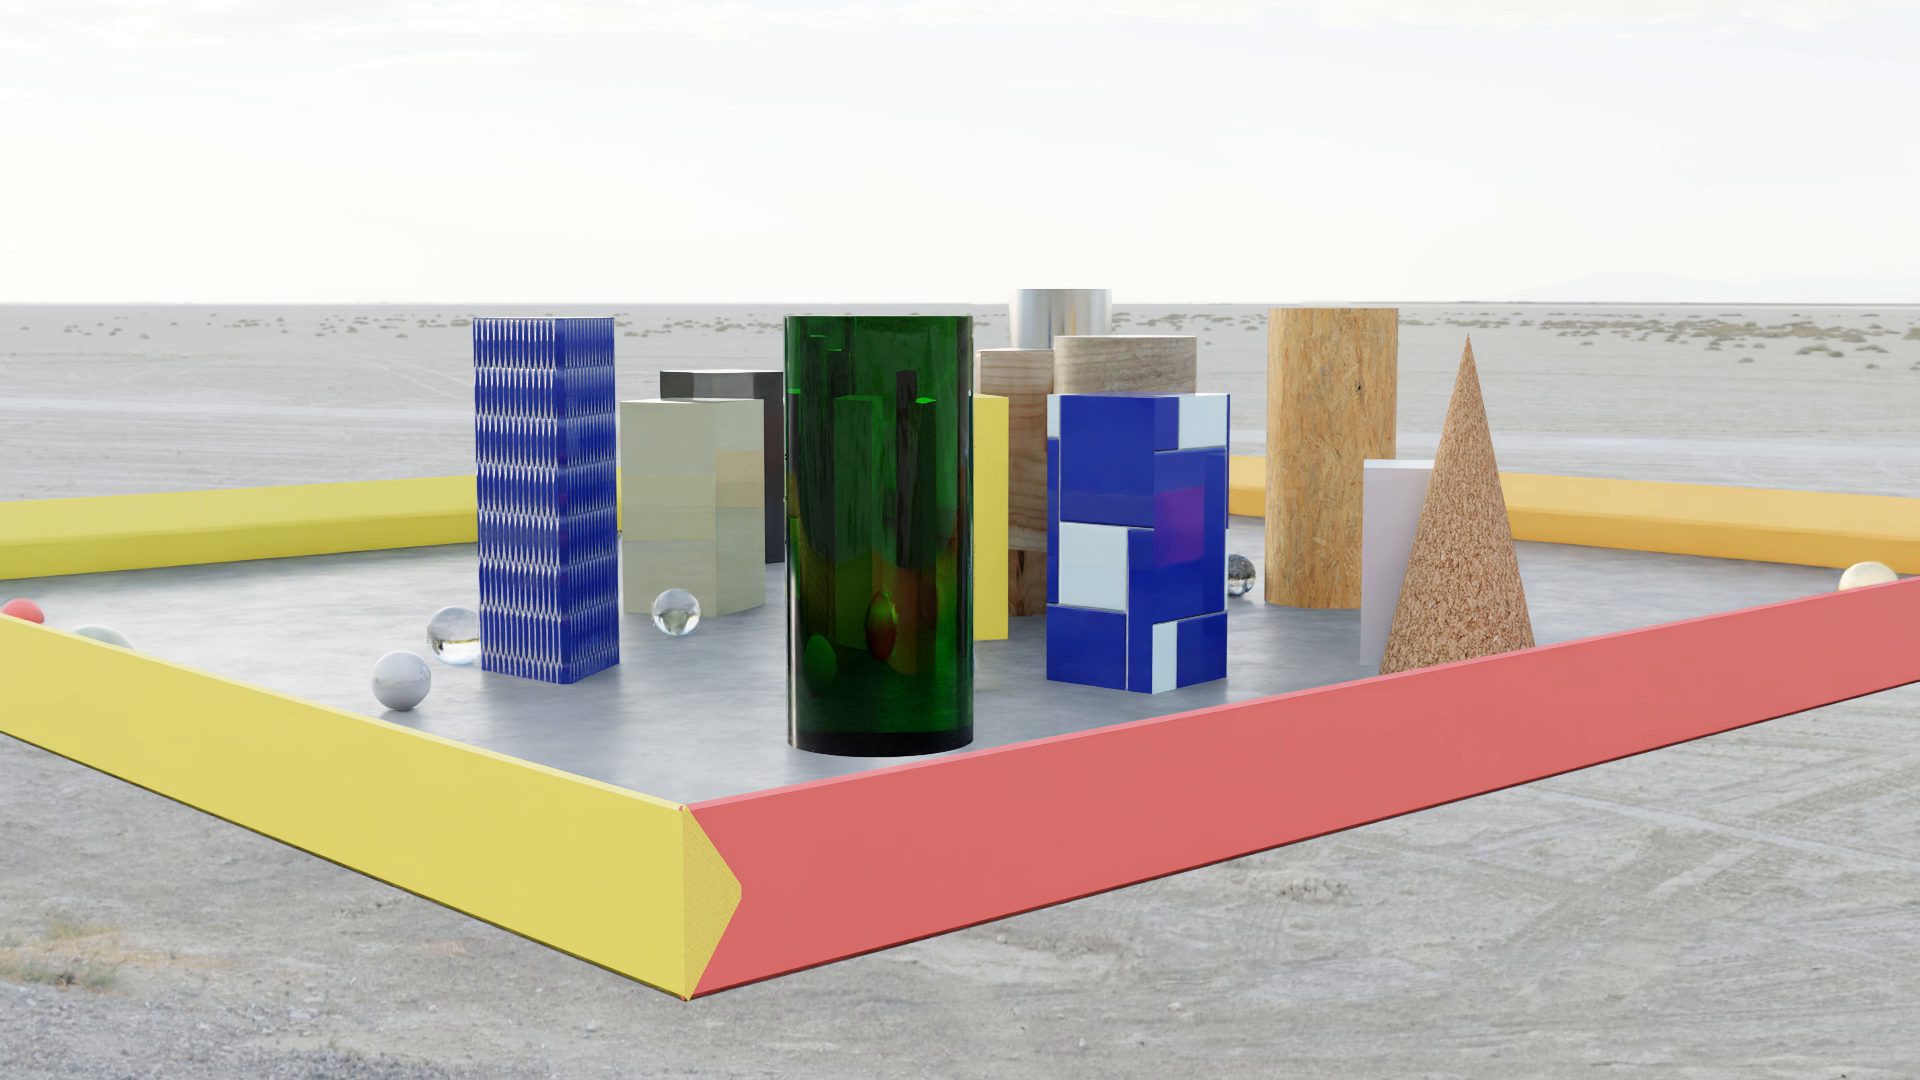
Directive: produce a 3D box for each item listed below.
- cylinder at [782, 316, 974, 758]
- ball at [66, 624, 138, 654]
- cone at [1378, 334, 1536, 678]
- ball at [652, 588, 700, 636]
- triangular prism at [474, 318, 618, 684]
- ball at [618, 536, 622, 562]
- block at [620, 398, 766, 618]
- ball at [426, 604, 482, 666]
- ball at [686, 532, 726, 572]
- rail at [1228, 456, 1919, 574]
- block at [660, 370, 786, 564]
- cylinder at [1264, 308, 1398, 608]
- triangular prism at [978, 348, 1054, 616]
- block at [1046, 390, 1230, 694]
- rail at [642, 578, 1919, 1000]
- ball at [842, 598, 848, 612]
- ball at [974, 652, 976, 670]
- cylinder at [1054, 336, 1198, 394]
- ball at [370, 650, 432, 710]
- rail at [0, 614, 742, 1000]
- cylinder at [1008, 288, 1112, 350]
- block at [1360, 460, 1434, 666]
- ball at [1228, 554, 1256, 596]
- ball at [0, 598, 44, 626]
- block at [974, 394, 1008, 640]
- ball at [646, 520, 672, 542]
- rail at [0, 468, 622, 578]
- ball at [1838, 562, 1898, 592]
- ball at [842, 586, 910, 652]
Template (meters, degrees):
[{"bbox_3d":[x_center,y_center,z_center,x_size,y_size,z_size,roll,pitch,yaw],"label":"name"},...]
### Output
[{"bbox_3d":[-0.083,-0.011,2.267,0.195,0.438,0.195,0,6,0],"label":"cylinder"},{"bbox_3d":[-0.961,0.142,2.438,0.097,0.097,0.097,0,6,0],"label":"ball"},{"bbox_3d":[0.574,-0.026,2.506,0.195,0.419,0.195,0,6,0],"label":"cone"},{"bbox_3d":[-0.389,0.098,3.014,0.065,0.065,0.065,0,6,0],"label":"ball"},{"bbox_3d":[-0.483,-0.056,2.708,0.169,0.435,0.146,5,8,42],"label":"triangular prism"},{"bbox_3d":[-0.529,0.015,3.692,0.090,0.090,0.090,0,6,0],"label":"ball"},{"bbox_3d":[-0.397,-0.053,3.278,0.156,0.310,0.156,2,6,22],"label":"block"},{"bbox_3d":[-0.631,0.119,2.760,0.076,0.076,0.076,0,6,0],"label":"ball"},{"bbox_3d":[-0.434,0.020,3.744,0.068,0.068,0.068,0,6,0],"label":"ball"},{"bbox_3d":[1.040,-0.067,4.287,0.045,0.127,2.597,-5,8,-42],"label":"rail"},{"bbox_3d":[-0.418,-0.129,3.880,0.156,0.337,0.156,-5,8,-41],"label":"block"},{"bbox_3d":[0.566,-0.129,3.356,0.195,0.446,0.195,0,6,0],"label":"cylinder"},{"bbox_3d":[0.089,-0.089,3.262,0.169,0.386,0.146,-2,6,-14],"label":"triangular prism"},{"bbox_3d":[0.214,-0.003,2.645,0.156,0.344,0.156,5,8,40],"label":"block"},{"bbox_3d":[0.865,0.131,2.400,2.879,0.127,0.045,-5,8,-42],"label":"rail"},{"bbox_3d":[-0.146,0.100,3.102,0.044,0.044,0.044,0,6,0],"label":"ball"},{"bbox_3d":[-0.017,0.142,2.564,0.073,0.073,0.073,0,6,0],"label":"ball"},{"bbox_3d":[0.225,-0.075,3.017,0.195,0.408,0.195,0,6,0],"label":"cylinder"},{"bbox_3d":[-0.624,0.156,2.454,0.067,0.067,0.067,0,6,0],"label":"ball"},{"bbox_3d":[-1.040,0.133,2.377,0.045,0.127,2.597,-5,8,-42],"label":"rail"},{"bbox_3d":[0.190,-0.233,4.173,0.195,0.483,0.195,0,6,0],"label":"cylinder"},{"bbox_3d":[0.593,0.027,2.813,0.156,0.249,0.156,1,6,10],"label":"block"},{"bbox_3d":[0.427,0.054,3.424,0.067,0.067,0.067,0,6,0],"label":"ball"},{"bbox_3d":[-1.268,0.107,2.971,0.057,0.057,0.057,0,6,0],"label":"ball"},{"bbox_3d":[-0.032,-0.034,3.019,0.156,0.327,0.156,-2,6,-16],"label":"block"},{"bbox_3d":[-0.543,0.004,3.859,0.077,0.077,0.077,0,6,0],"label":"ball"},{"bbox_3d":[-0.865,-0.065,4.264,2.879,0.127,0.045,-5,8,-42],"label":"rail"},{"bbox_3d":[1.312,0.072,3.174,0.083,0.083,0.083,0,6,0],"label":"ball"},{"bbox_3d":[-0.109,0.103,2.864,0.088,0.088,0.088,0,6,0],"label":"ball"}]
